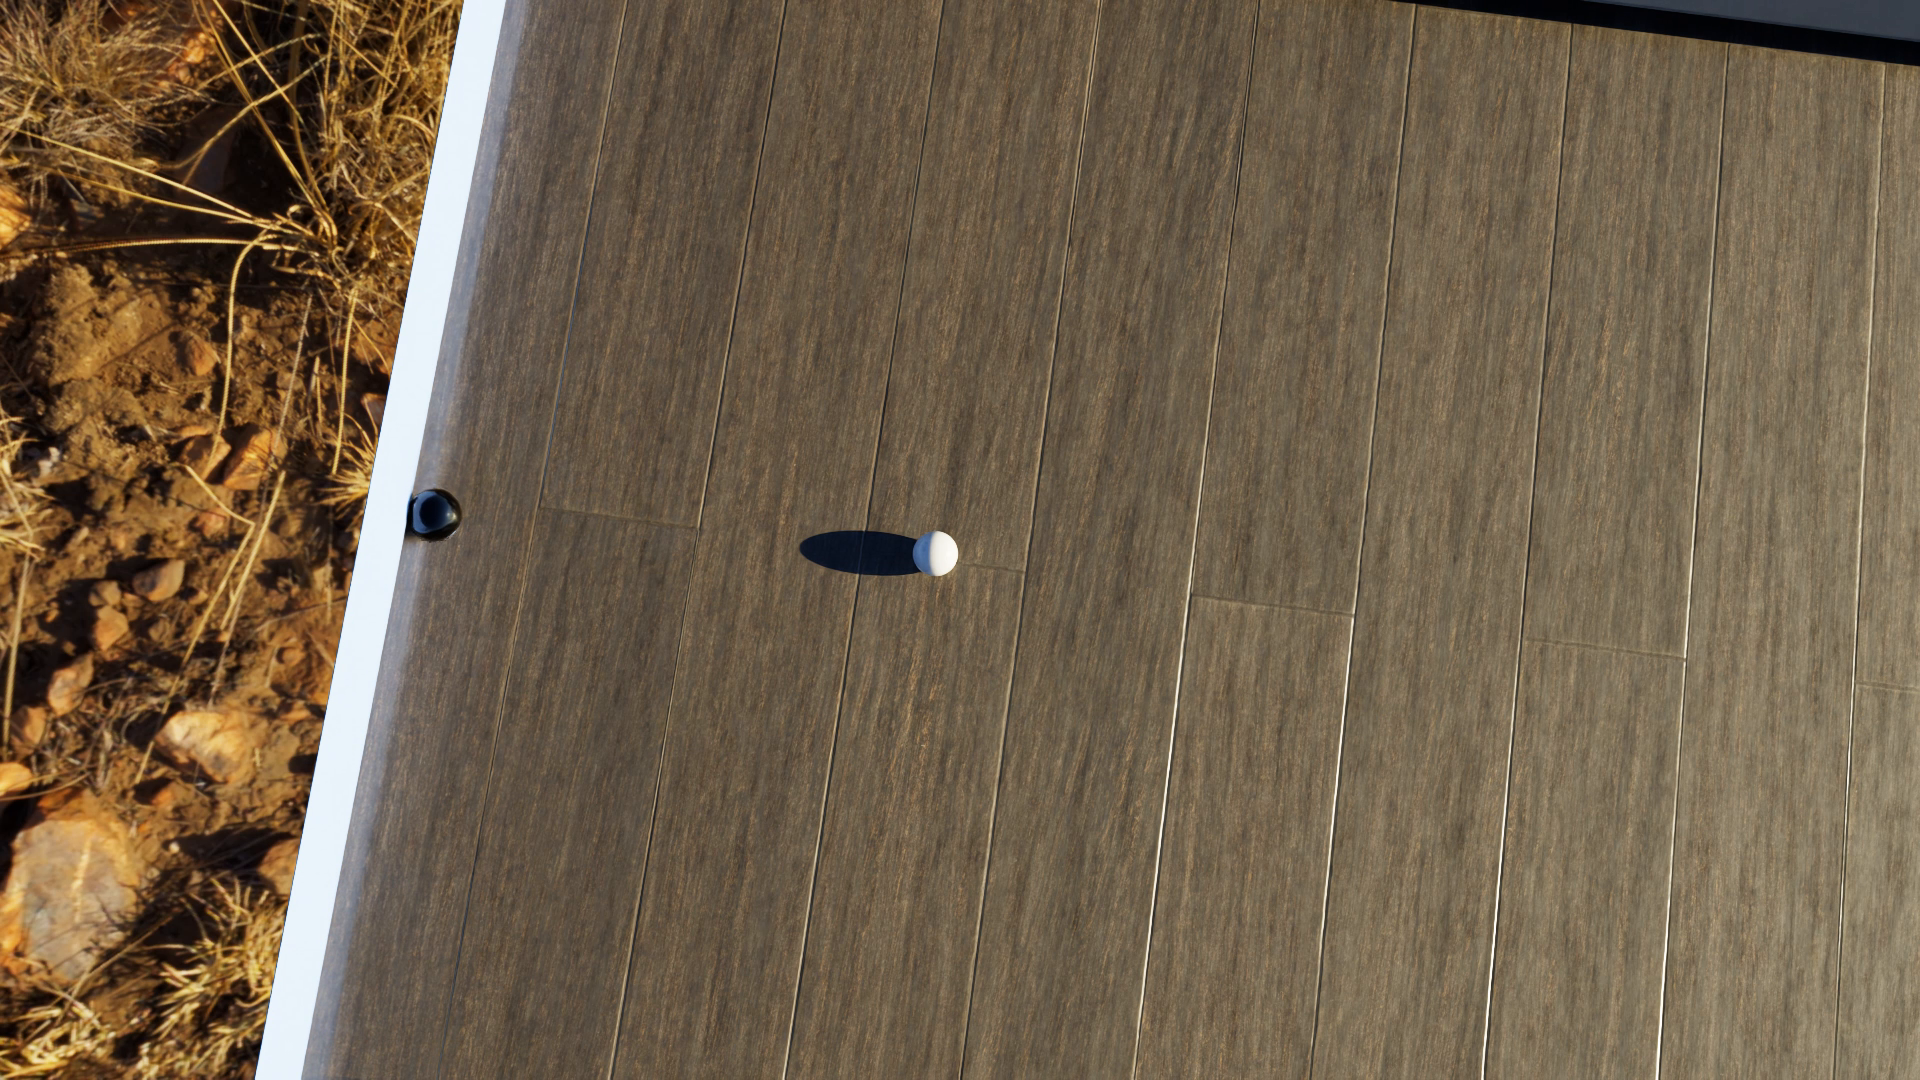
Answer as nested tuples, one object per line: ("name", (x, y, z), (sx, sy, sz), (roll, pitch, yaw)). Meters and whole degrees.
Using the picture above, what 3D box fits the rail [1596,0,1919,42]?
("rail", (0.994, -0.868, 3.454), (3.472, 0.126, 0.045), (7, 78, 2))

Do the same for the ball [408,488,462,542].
("ball", (-0.789, -0.038, 3.306), (0.080, 0.080, 0.080), (0, 78, 0))

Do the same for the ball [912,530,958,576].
("ball", (-0.037, 0.021, 3.300), (0.068, 0.068, 0.068), (0, 78, 0))

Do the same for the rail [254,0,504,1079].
("rail", (-0.837, -0.116, 3.298), (0.045, 0.126, 2.059), (7, 78, 2))
